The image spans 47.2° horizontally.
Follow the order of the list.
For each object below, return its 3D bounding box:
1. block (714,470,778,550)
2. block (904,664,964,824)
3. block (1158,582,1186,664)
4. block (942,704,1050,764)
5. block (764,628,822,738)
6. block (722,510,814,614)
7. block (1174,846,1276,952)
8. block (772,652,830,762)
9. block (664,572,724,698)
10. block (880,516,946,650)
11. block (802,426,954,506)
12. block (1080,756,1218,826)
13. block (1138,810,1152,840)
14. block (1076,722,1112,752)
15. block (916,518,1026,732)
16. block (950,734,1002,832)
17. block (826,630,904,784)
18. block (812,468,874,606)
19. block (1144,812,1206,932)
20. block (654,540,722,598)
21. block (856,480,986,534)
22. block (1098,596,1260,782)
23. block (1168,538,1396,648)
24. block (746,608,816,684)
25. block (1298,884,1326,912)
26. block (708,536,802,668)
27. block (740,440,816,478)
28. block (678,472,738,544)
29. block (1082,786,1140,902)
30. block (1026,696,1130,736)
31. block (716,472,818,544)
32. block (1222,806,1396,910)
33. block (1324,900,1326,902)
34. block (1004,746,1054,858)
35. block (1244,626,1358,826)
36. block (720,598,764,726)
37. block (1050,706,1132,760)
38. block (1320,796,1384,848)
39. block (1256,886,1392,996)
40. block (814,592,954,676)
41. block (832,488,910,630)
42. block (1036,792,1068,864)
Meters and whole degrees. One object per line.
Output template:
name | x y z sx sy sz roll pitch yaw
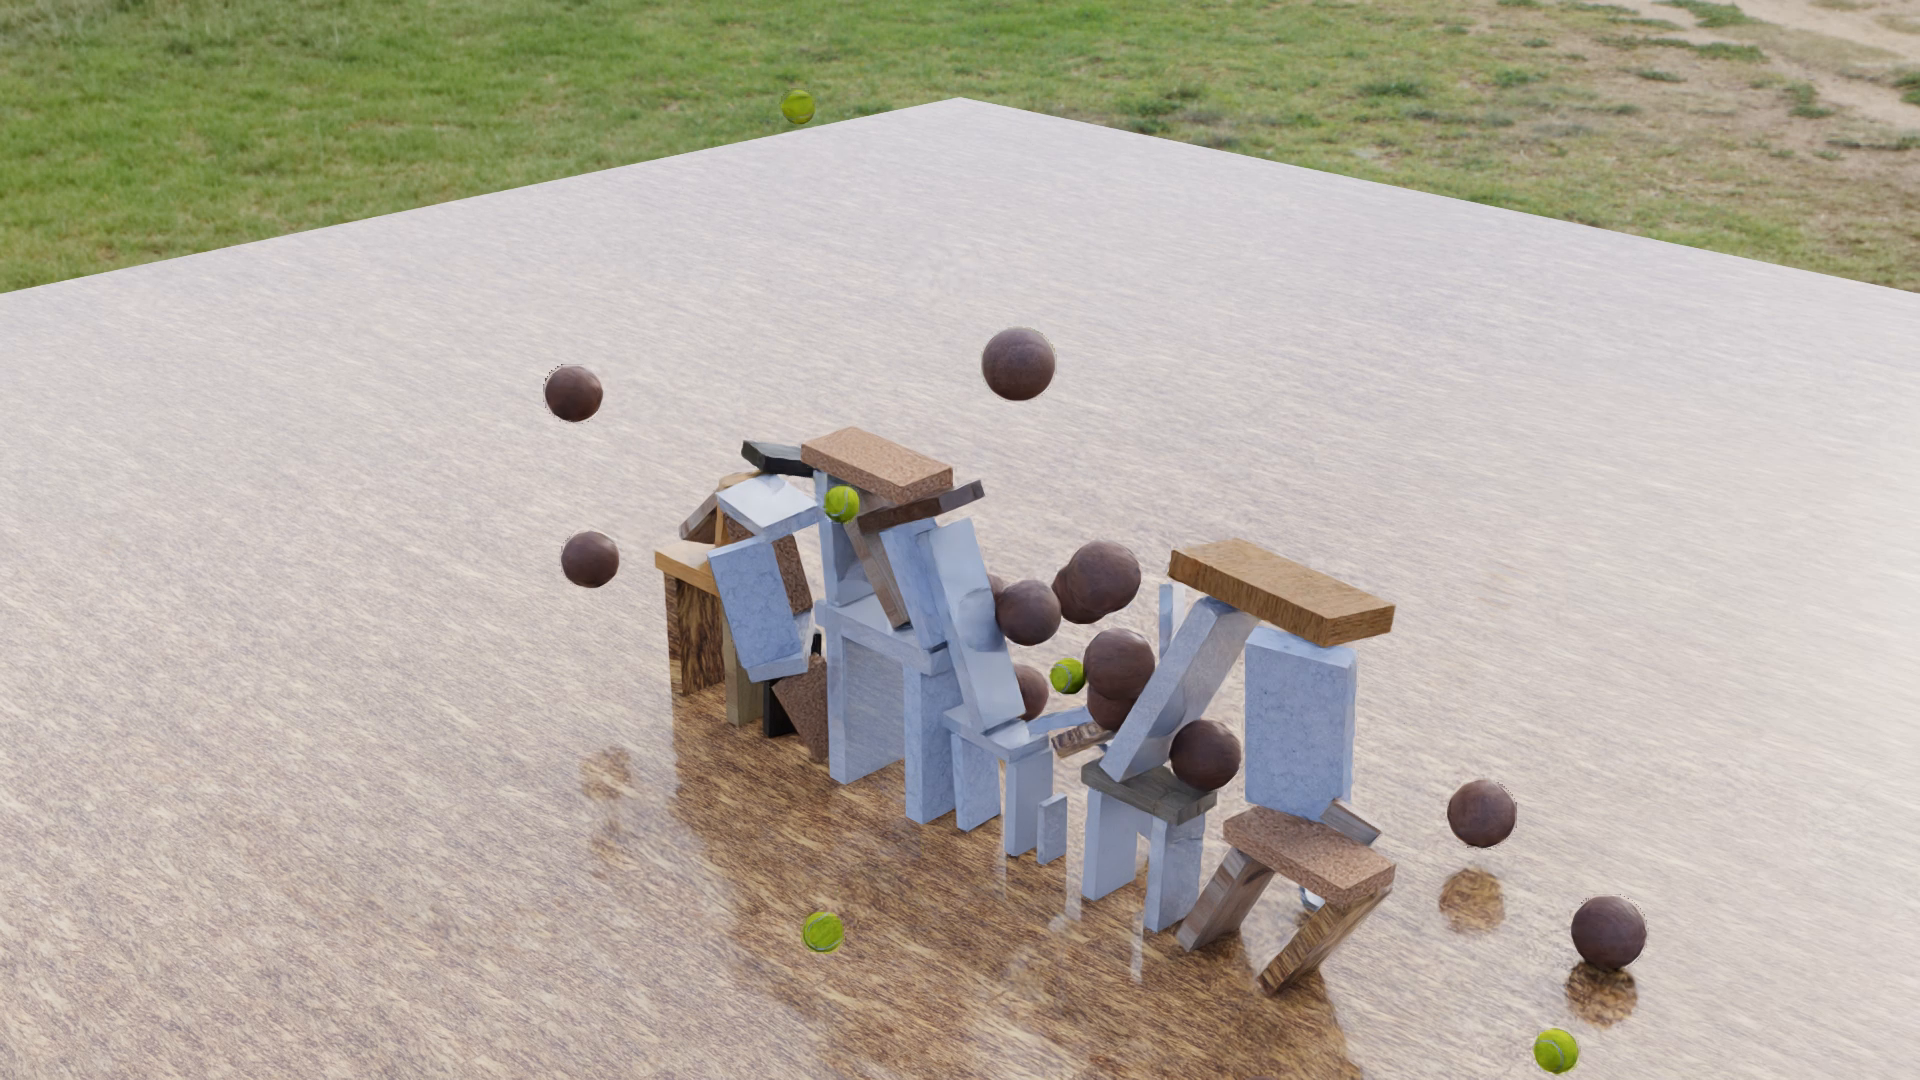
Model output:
block | -0.457 -0.038 4.684 0.120 0.239 0.034 -11 42 -24
block | -0.032 0.383 4.417 0.049 0.344 0.172 21 31 41
block | 0.399 0.171 4.145 0.026 0.180 0.090 2 3 20
block | 0.068 0.373 4.320 0.102 0.029 0.203 -18 30 -37
block | -0.361 0.306 4.733 0.119 0.238 0.034 -11 31 -24
block | -0.402 0.039 4.617 0.127 0.255 0.036 -17 18 -6
block | 0.495 0.625 3.950 0.136 0.272 0.039 -17 55 -37
block | -0.296 0.350 4.593 0.119 0.238 0.034 -39 46 -13
block | -0.585 0.190 4.935 0.147 0.294 0.042 -21 30 -41
block | -0.065 0.078 4.275 0.034 0.240 0.120 -14 8 45
block | -0.165 -0.149 4.336 0.282 0.040 0.141 24 33 38
block | 0.348 0.453 4.052 0.231 0.033 0.116 21 28 40
block | 0.371 0.549 4.294 0.130 0.065 0.018 37 -6 -39
block | 0.294 0.387 4.265 0.130 0.018 0.065 38 37 25
block | 0.023 0.164 4.286 0.120 0.401 0.034 -20 5 -43
block | 0.033 0.468 4.394 0.029 0.203 0.102 14 26 41
block | -0.194 0.320 4.566 0.049 0.344 0.172 21 31 41
block | -0.218 -0.022 4.444 0.040 0.282 0.141 14 26 43
block | 0.396 0.597 4.052 0.033 0.231 0.116 22 29 40
block | -0.518 0.062 4.806 0.147 0.042 0.294 -21 31 -40
block | -0.077 -0.064 4.274 0.120 0.034 0.240 -24 7 -43
block | 0.407 0.257 3.967 0.051 0.405 0.180 44 35 25
block | 0.555 0.088 3.816 0.180 0.051 0.359 -8 24 -42
block | -0.369 0.215 4.577 0.119 0.034 0.238 -11 25 7
block | 0.658 0.652 4.126 0.049 0.014 0.098 30 33 -22
block | -0.413 0.124 4.443 0.127 0.255 0.036 -17 23 -7
block | -0.333 -0.165 4.681 0.239 0.034 0.120 7 16 -31
block | -0.496 -0.064 4.756 0.120 0.239 0.034 9 56 -37
block | 0.286 0.555 4.151 0.033 0.231 0.116 22 30 40
block | 0.227 0.337 4.225 0.180 0.026 0.090 -16 -1 30
block | -0.391 -0.069 4.488 0.127 0.036 0.255 -23 26 -20
block | 0.599 0.537 3.788 0.136 0.039 0.272 -17 31 -38
block | 0.720 0.645 4.145 0.098 0.014 0.049 -39 22 4
block | 0.135 0.509 4.300 0.102 0.203 0.029 -20 31 -39
block | 0.582 0.323 3.772 0.180 0.359 0.051 14 40 24
block | -0.446 0.245 4.807 0.042 0.294 0.147 21 31 41
block | 0.303 0.347 4.160 0.264 0.025 0.090 -21 -19 2
block | 0.675 0.487 3.792 0.098 0.049 0.014 32 38 2
block | 0.632 0.686 3.824 0.136 0.272 0.039 -20 62 -38
block | -0.115 0.171 4.414 0.172 0.049 0.344 -21 31 -40
block | -0.133 0.023 4.382 0.141 0.282 0.040 -22 -6 -41
block | 0.179 0.561 4.273 0.065 0.130 0.018 -21 31 -41
